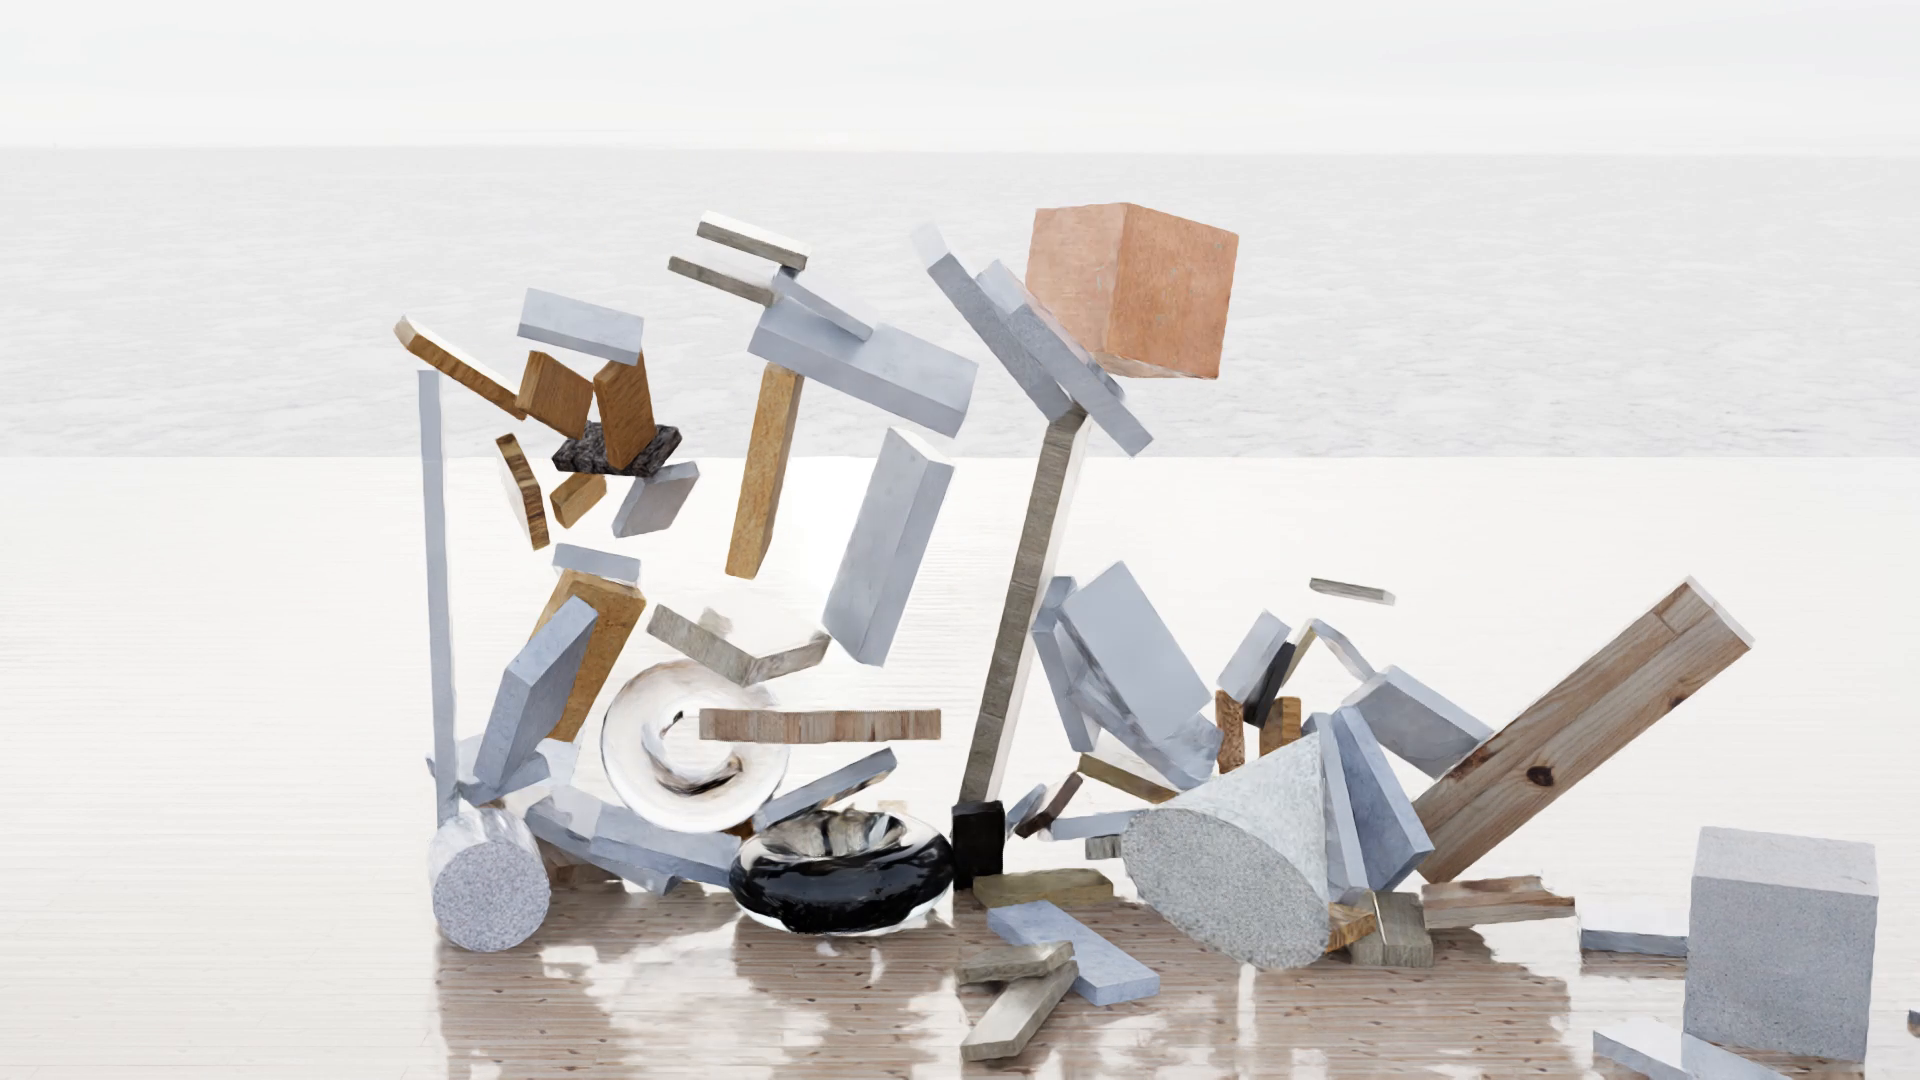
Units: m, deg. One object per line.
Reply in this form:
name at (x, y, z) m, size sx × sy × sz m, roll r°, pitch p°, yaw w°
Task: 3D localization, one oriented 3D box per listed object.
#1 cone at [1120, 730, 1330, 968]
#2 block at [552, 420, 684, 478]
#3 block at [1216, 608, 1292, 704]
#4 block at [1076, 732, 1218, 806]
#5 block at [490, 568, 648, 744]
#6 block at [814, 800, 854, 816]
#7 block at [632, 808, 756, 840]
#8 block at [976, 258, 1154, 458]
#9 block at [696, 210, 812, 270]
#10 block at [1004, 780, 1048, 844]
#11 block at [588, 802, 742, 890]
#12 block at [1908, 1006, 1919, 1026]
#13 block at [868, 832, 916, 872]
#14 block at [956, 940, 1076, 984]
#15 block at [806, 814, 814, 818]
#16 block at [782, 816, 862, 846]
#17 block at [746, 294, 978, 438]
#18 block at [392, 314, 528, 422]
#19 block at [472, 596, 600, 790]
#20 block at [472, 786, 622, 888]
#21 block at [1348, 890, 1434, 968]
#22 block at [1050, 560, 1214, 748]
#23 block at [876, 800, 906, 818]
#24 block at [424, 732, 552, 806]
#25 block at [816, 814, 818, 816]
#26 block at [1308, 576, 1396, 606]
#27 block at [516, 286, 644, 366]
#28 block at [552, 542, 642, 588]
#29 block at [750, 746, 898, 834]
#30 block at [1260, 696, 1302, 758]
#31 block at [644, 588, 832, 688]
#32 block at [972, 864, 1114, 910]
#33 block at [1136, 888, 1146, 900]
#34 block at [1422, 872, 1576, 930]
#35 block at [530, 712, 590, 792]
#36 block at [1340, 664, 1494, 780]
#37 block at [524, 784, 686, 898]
cone at (0.393, 0.337, 2.767) m, size 0.283 × 0.283 × 0.283 m, roll 8°, pitch 45°, yaw 36°
block at (-0.570, -0.152, 3.654) m, size 0.201 × 0.028 × 0.100 m, roll 5°, pitch 43°, yaw 30°
block at (0.487, 0.192, 3.651) m, size 0.021 × 0.150 × 0.075 m, roll 30°, pitch 6°, yaw -24°
block at (0.337, 0.402, 3.693) m, size 0.255 × 0.036 × 0.127 m, roll 21°, pitch 20°, yaw 20°
block at (-0.671, 0.201, 3.773) m, size 0.148 × 0.297 × 0.042 m, roll 19°, pitch 18°, yaw -36°
block at (-0.271, 0.499, 4.108) m, size 0.132 × 0.019 × 0.066 m, roll 4°, pitch 11°, yaw 22°
block at (-0.477, 0.506, 4.029) m, size 0.243 × 0.034 × 0.122 m, roll 9°, pitch 14°, yaw 41°
block at (0.158, -0.272, 3.299) m, size 0.046 × 0.322 × 0.161 m, roll -40°, pitch 32°, yaw 10°
block at (-0.322, -0.470, 3.448) m, size 0.175 × 0.025 × 0.088 m, roll 18°, pitch 18°, yaw -7°
block at (0.083, 0.492, 3.776) m, size 0.172 × 0.024 × 0.086 m, roll -41°, pitch -13°, yaw -26°
block at (-0.494, 0.512, 3.695) m, size 0.243 × 0.034 × 0.122 m, roll 16°, pitch 19°, yaw -7°
block at (1.413, 0.686, 3.102) m, size 0.064 × 0.018 × 0.128 m, roll -5°, pitch 12°, yaw -27°
block at (-0.118, 0.541, 3.818) m, size 0.056 × 0.016 × 0.112 m, roll 28°, pitch 1°, yaw -20°
block at (0.081, 0.626, 3.264) m, size 0.162 × 0.023 × 0.081 m, roll -14°, pitch 4°, yaw 35°
block at (-0.248, 0.516, 3.828) m, size 0.132 × 0.019 × 0.066 m, roll 37°, pitch 22°, yaw 13°
block at (-0.247, 0.523, 3.933) m, size 0.132 × 0.019 × 0.066 m, roll 15°, pitch 19°, yaw 35°
block at (-0.150, -0.290, 3.493) m, size 0.352 × 0.050 × 0.176 m, roll 23°, pitch 32°, yaw -6°
block at (-0.798, -0.276, 3.532) m, size 0.226 × 0.032 × 0.113 m, roll 34°, pitch 3°, yaw -32°
block at (-0.687, 0.250, 3.545) m, size 0.050 × 0.354 × 0.177 m, roll 35°, pitch 51°, yaw 4°
block at (-0.707, 0.506, 3.778) m, size 0.139 × 0.039 × 0.277 m, roll 1°, pitch 21°, yaw -44°
block at (0.671, 0.610, 3.466) m, size 0.122 × 0.034 × 0.243 m, roll 1°, pitch 11°, yaw 6°
block at (0.277, 0.182, 3.520) m, size 0.136 × 0.272 × 0.039 m, roll -36°, pitch 5°, yaw -24°
block at (-0.127, 0.506, 4.078) m, size 0.056 × 0.016 × 0.112 m, roll 0°, pitch 11°, yaw -2°
block at (-0.821, 0.391, 3.811) m, size 0.139 × 0.039 × 0.277 m, roll -21°, pitch 15°, yaw -25°
block at (-0.220, 0.520, 4.004) m, size 0.112 × 0.016 × 0.056 m, roll 4°, pitch 11°, yaw 22°
block at (0.657, 0.086, 3.680) m, size 0.131 × 0.018 × 0.065 m, roll 10°, pitch -5°, yaw 29°
block at (-0.594, -0.335, 3.449) m, size 0.189 × 0.027 × 0.095 m, roll 14°, pitch 40°, yaw -14°
block at (-0.646, 0.052, 3.929) m, size 0.149 × 0.042 × 0.297 m, roll 12°, pitch -7°, yaw -7°
block at (-0.228, 0.424, 3.693) m, size 0.243 × 0.034 × 0.122 m, roll -23°, pitch -12°, yaw -20°
block at (0.535, 0.384, 3.677) m, size 0.033 × 0.234 × 0.117 m, roll 4°, pitch -9°, yaw -10°
block at (-0.342, 0.150, 3.465) m, size 0.177 × 0.050 × 0.354 m, roll 28°, pitch 9°, yaw 13°
block at (0.138, 0.579, 3.648) m, size 0.210 × 0.030 × 0.105 m, roll -4°, pitch 11°, yaw -19°
block at (0.403, 0.566, 3.597) m, size 0.206 × 0.029 × 0.103 m, roll -4°, pitch -1°, yaw 25°
block at (0.839, 0.563, 3.436) m, size 0.228 × 0.032 × 0.114 m, roll -7°, pitch 9°, yaw 12°
block at (-0.797, 0.437, 4.083) m, size 0.148 × 0.042 × 0.613 m, roll 13°, pitch 16°, yaw -8°
block at (0.788, 0.324, 3.676) m, size 0.280 × 0.140 × 0.040 m, roll 33°, pitch 50°, yaw -9°
block at (-0.588, 0.508, 3.735) m, size 0.277 × 0.039 × 0.139 m, roll 23°, pitch 19°, yaw 14°
